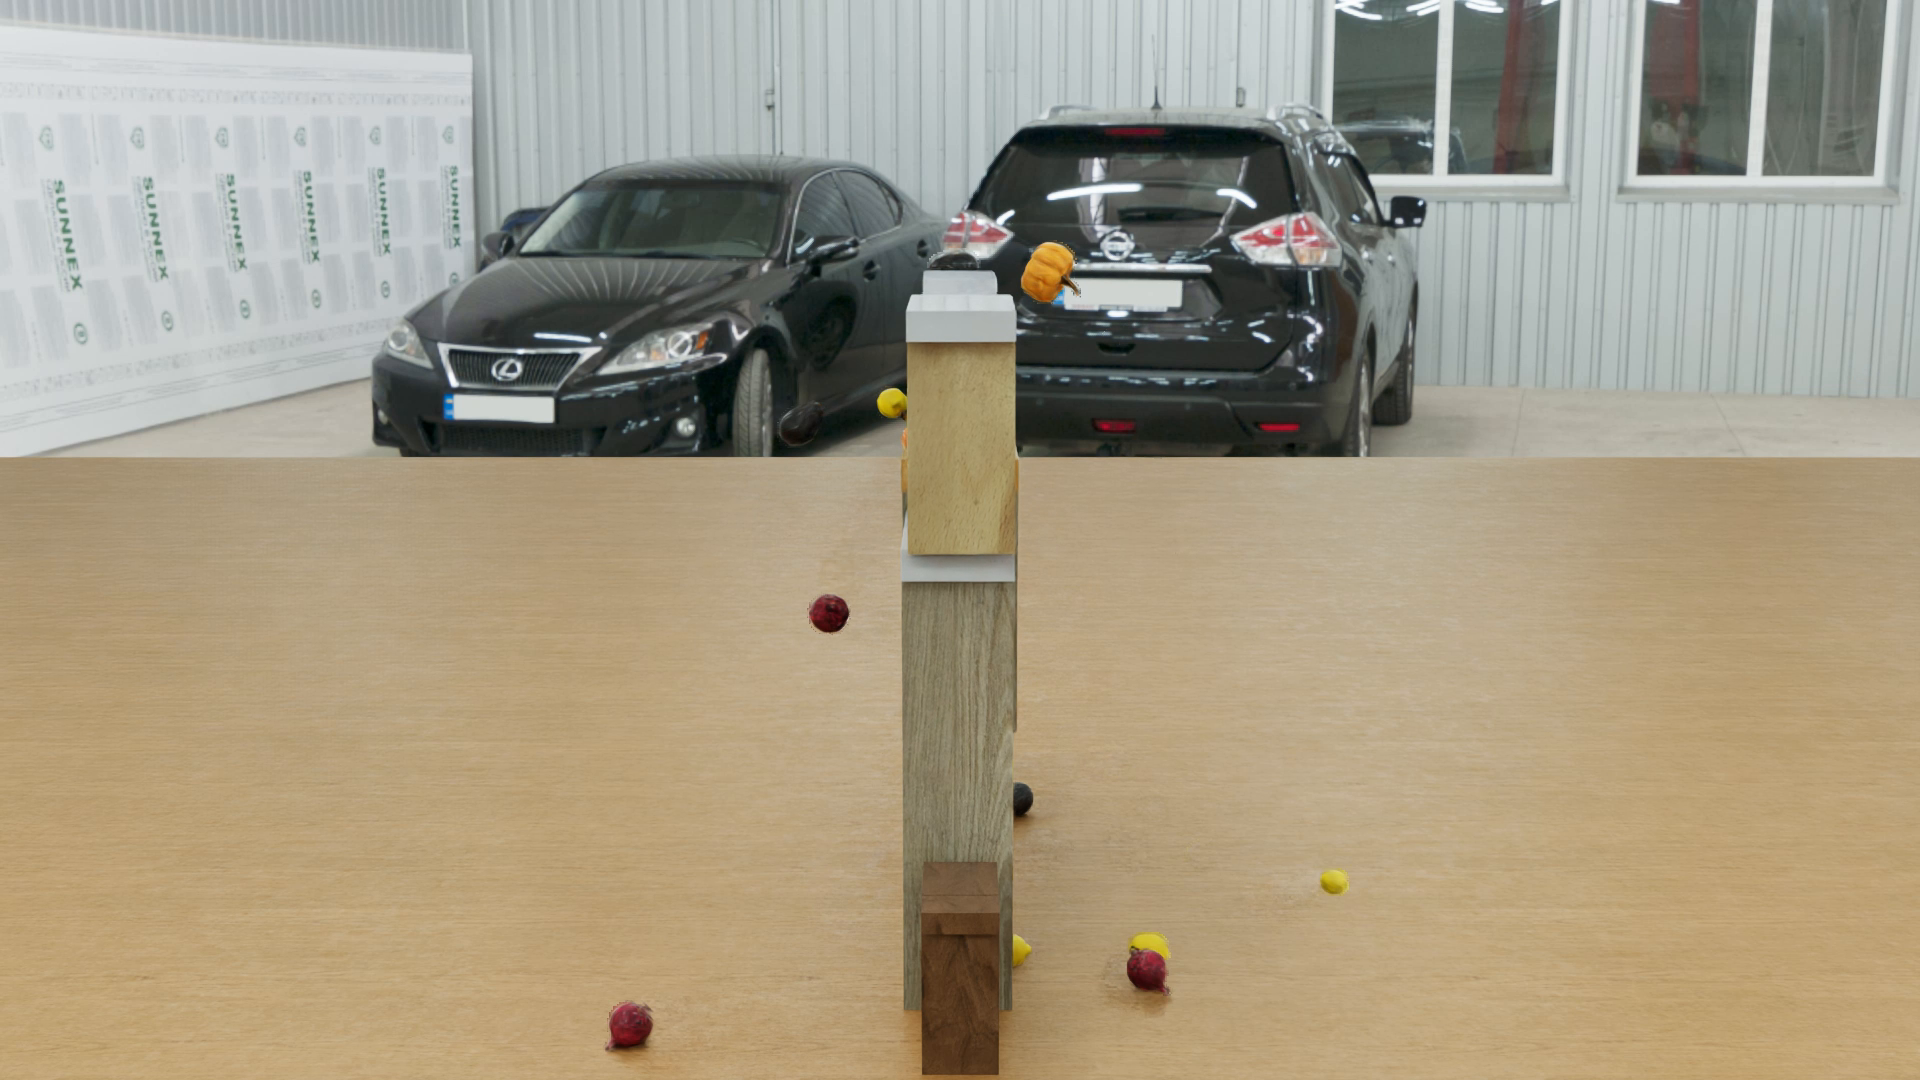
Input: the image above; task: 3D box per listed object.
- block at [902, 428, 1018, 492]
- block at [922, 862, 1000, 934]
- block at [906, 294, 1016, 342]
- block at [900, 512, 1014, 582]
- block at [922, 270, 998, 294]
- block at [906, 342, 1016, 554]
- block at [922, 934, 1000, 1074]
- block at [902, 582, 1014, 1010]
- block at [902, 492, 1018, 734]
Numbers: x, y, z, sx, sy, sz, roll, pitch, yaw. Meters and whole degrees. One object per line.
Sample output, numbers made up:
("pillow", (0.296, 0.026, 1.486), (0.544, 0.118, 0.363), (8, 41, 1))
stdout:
("block", (-0.001, -0.129, 3.504), (0.178, 0.050, 0.355), (0, 10, 0))
("block", (0.000, 0.488, 3.005), (0.103, 0.029, 0.207), (0, 11, 0))
("block", (0.002, -0.310, 3.059), (0.146, 0.041, 0.292), (0, 11, 0))
("block", (-0.003, 0.007, 3.189), (0.157, 0.044, 0.314), (0, 11, 0))
("block", (-0.001, -0.406, 3.509), (0.115, 0.033, 0.229), (0, 10, 0))
("block", (0.002, -0.128, 2.992), (0.146, 0.292, 0.041), (0, 10, 0))
("block", (0.000, 0.617, 2.959), (0.104, 0.207, 0.029), (0, 11, 0))
("block", (-0.003, 0.362, 3.148), (0.157, 0.639, 0.044), (0, 10, 0))
("block", (0.000, 0.107, 3.428), (0.178, 0.387, 0.050), (0, 11, 0))
